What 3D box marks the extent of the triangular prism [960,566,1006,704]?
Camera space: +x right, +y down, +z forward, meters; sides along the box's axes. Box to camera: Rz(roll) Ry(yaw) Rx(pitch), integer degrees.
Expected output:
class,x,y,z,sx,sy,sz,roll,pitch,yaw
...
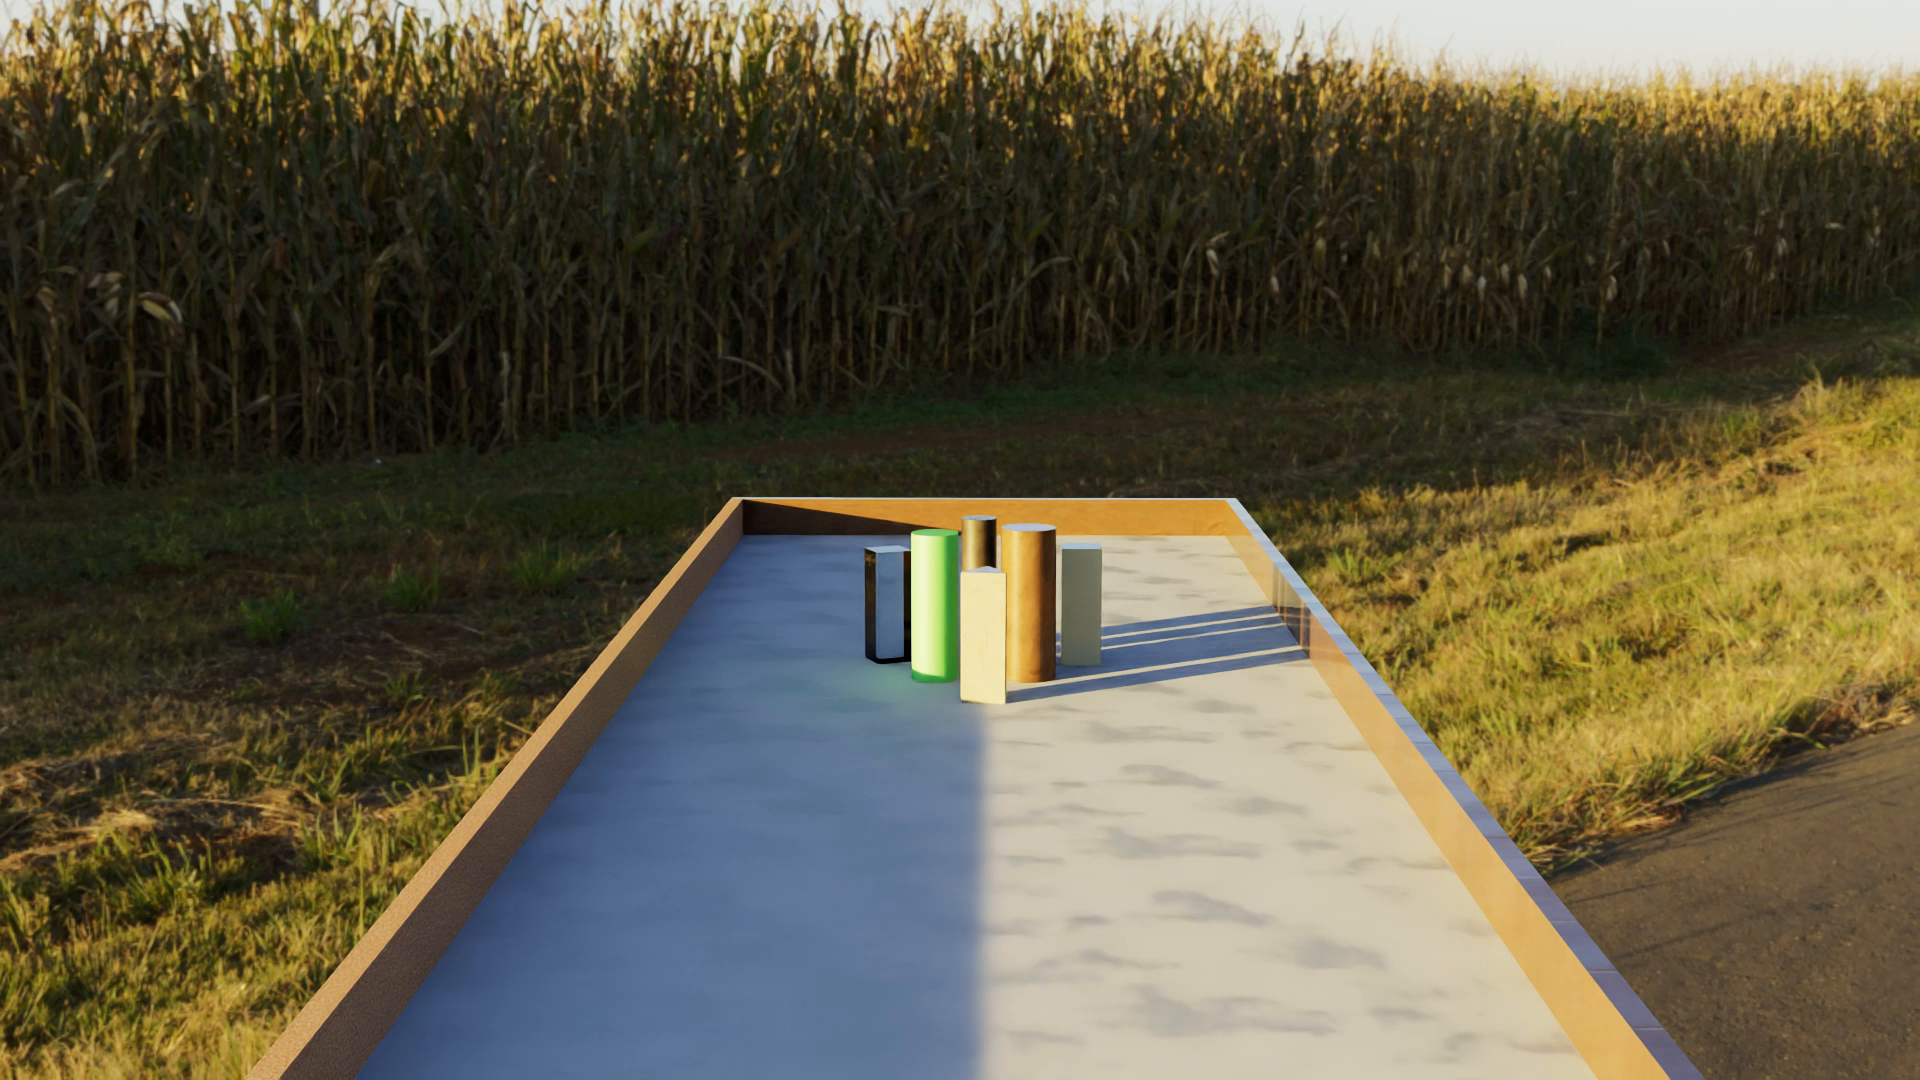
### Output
class,x,y,z,sx,sy,sz,roll,pitch,yaw
triangular prism,0.072,0.264,6.161,0.126,0.369,0.110,1,9,7

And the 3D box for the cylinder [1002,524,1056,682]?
class,x,y,z,sx,sy,sz,roll,pitch,yaw
cylinder,0.200,0.183,6.433,0.162,0.445,0.162,0,9,0

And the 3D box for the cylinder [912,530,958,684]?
class,x,y,z,sx,sy,sz,roll,pitch,yaw
cylinder,-0.073,0.192,6.421,0.137,0.432,0.137,0,9,0

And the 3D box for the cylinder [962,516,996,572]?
class,x,y,z,sx,sy,sz,roll,pitch,yaw
cylinder,0.058,0.149,6.674,0.107,0.437,0.107,0,9,0

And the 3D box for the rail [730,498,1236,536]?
class,x,y,z,sx,sy,sz,roll,pitch,yaw
rail,0.099,-0.098,9.147,2.100,0.150,0.050,0,9,1

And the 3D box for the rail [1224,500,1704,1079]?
class,x,y,z,sx,sy,sz,roll,pitch,yaw
rail,1.046,0.843,3.208,0.050,0.150,12.000,0,9,1

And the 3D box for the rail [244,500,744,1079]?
class,x,y,z,sx,sy,sz,roll,pitch,yaw
rail,-1.004,0.839,3.234,0.050,0.150,12.000,0,9,1

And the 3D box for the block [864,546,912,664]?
class,x,y,z,sx,sy,sz,roll,pitch,yaw
block,-0.217,0.196,6.685,0.112,0.341,0.112,-4,10,-23

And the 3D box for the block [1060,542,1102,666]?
class,x,y,z,sx,sy,sz,roll,pitch,yaw
block,0.366,0.193,6.656,0.119,0.355,0.119,0,9,1
